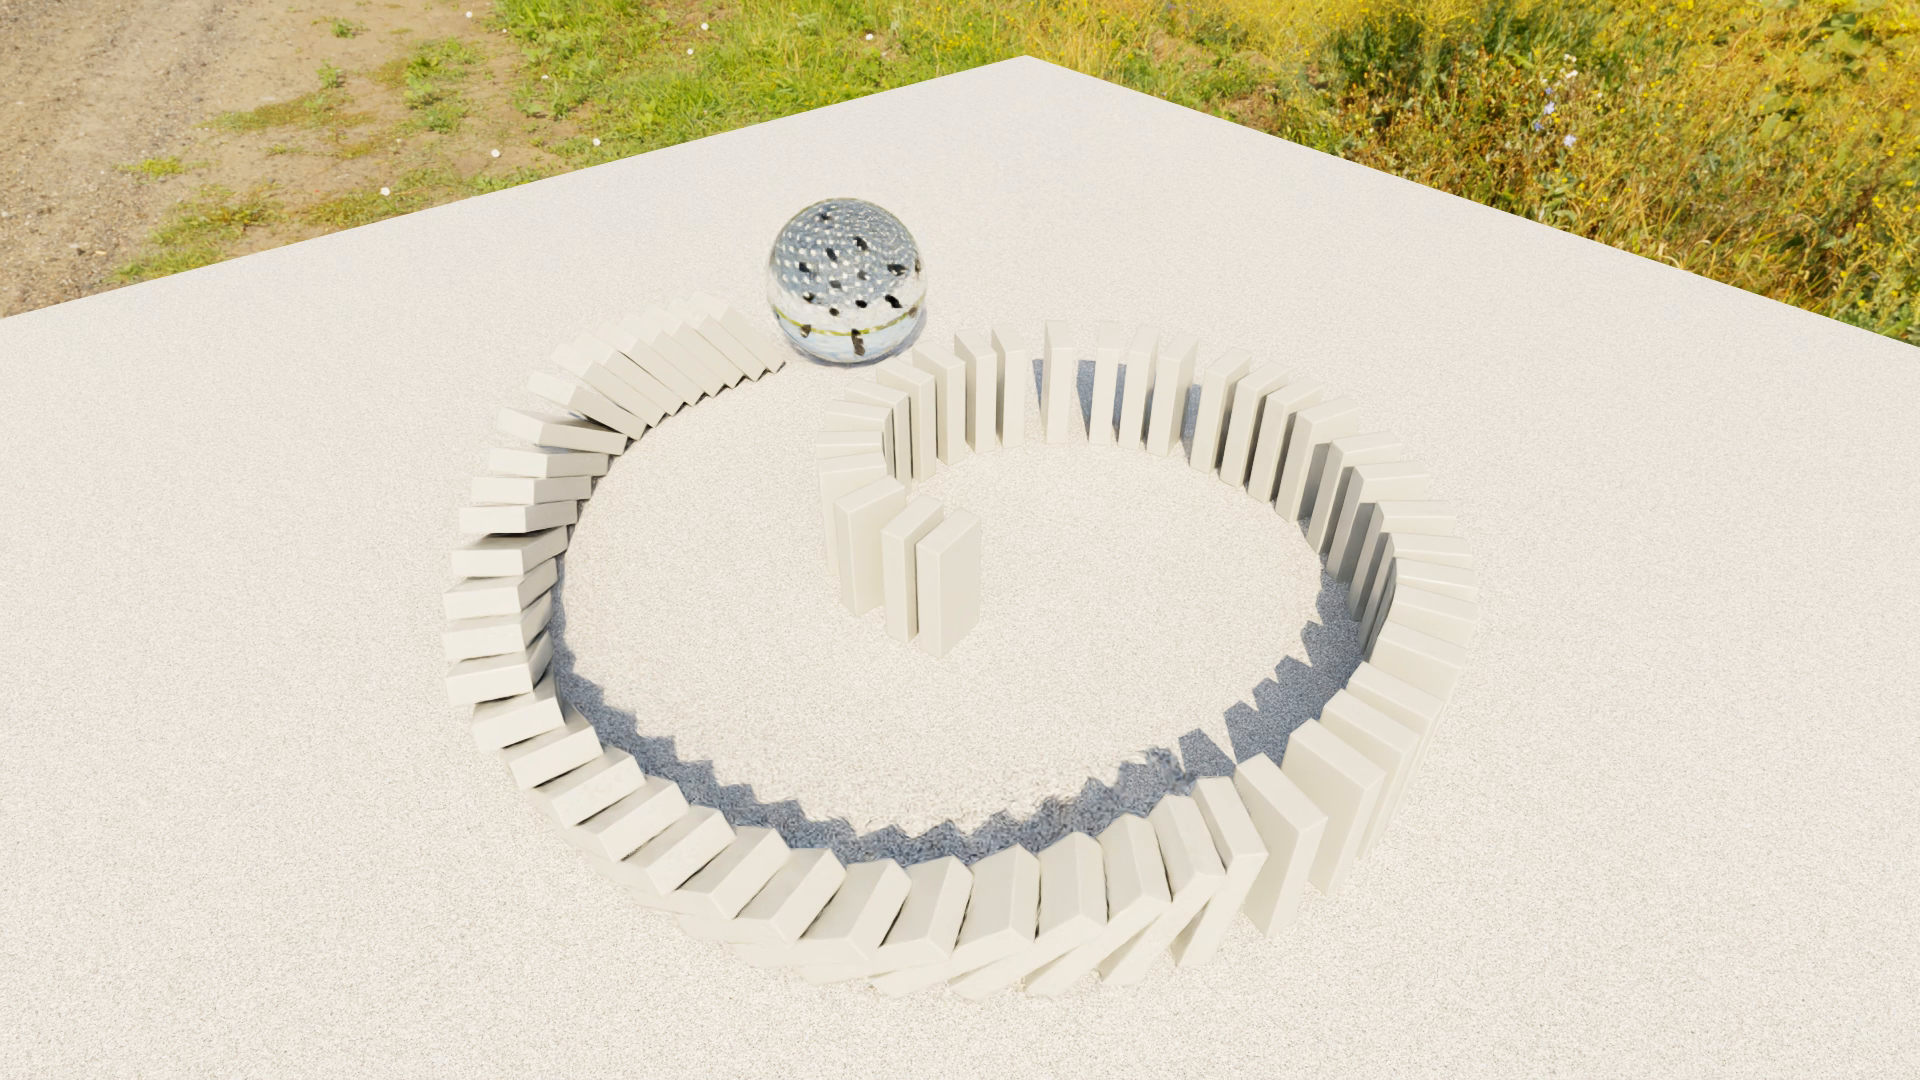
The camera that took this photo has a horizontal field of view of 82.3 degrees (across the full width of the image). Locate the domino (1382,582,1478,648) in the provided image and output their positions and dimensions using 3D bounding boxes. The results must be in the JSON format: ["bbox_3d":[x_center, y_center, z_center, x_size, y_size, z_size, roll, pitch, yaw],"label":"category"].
[{"bbox_3d":[0.151,0.039,0.364,0.025,0.050,0.010,16,42,18],"label":"domino"}]

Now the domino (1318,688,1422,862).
[{"bbox_3d":[0.116,0.070,0.326,0.025,0.050,0.009,32,49,33],"label":"domino"}]

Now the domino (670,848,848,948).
[{"bbox_3d":[-0.056,0.097,0.303,0.050,0.010,0.025,-16,23,44],"label":"domino"}]

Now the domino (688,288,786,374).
[{"bbox_3d":[-0.109,-0.102,0.539,0.025,0.050,0.009,30,83,32],"label":"domino"}]

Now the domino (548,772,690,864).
[{"bbox_3d":[-0.102,0.080,0.325,0.025,0.010,0.050,-33,15,-33],"label":"domino"}]

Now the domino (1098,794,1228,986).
[{"bbox_3d":[0.051,0.095,0.296,0.009,0.050,0.025,13,35,-22],"label":"domino"}]

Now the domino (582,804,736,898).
[{"bbox_3d":[-0.087,0.087,0.316,0.025,0.009,0.050,-36,17,-35],"label":"domino"}]

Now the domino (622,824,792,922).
[{"bbox_3d":[-0.072,0.092,0.309,0.050,0.009,0.025,-13,23,46],"label":"domino"}]

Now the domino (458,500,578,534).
[{"bbox_3d":[-0.173,-0.010,0.434,0.025,0.010,0.050,-1,5,2],"label":"domino"}]

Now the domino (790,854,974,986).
[{"bbox_3d":[-0.021,0.103,0.295,0.050,0.010,0.025,-25,27,33],"label":"domino"}]

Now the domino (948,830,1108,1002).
[{"bbox_3d":[0.017,0.101,0.293,0.010,0.050,0.025,35,33,-23],"label":"domino"}]

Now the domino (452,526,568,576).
[{"bbox_3d":[-0.171,0.004,0.421,0.025,0.009,0.050,-1,11,-1],"label":"domino"}]

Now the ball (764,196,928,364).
[{"bbox_3d":[-0.056,-0.128,0.544,0.080,0.080,0.080,0,39,0],"label":"ball"}]

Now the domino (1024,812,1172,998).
[{"bbox_3d":[0.035,0.098,0.294,0.009,0.050,0.025,25,33,-23],"label":"domino"}]

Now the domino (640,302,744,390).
[{"bbox_3d":[-0.128,-0.093,0.527,0.025,0.050,0.010,30,83,31],"label":"domino"}]

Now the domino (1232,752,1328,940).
[{"bbox_3d":[0.085,0.086,0.307,0.010,0.050,0.025,-20,43,-23],"label":"domino"}]

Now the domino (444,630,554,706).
[{"bbox_3d":[-0.155,0.043,0.373,0.025,0.010,0.050,-10,10,-12],"label":"domino"}]

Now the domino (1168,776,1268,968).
[{"bbox_3d":[0.066,0.091,0.300,0.009,0.050,0.025,0,38,-16],"label":"domino"}]

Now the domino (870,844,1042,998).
[{"bbox_3d":[-0.001,0.102,0.294,0.050,0.010,0.025,-33,28,30],"label":"domino"}]

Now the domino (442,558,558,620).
[{"bbox_3d":[-0.168,0.017,0.404,0.025,0.010,0.050,-6,11,-5],"label":"domino"}]

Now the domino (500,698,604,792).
[{"bbox_3d":[-0.131,0.063,0.346,0.025,0.009,0.050,-23,13,-26],"label":"domino"}]

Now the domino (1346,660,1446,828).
[{"bbox_3d":[0.127,0.063,0.335,0.025,0.050,0.009,28,47,30],"label":"domino"}]

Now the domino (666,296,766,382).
[{"bbox_3d":[-0.118,-0.097,0.532,0.025,0.050,0.010,30,83,32],"label":"domino"}]

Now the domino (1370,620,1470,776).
[{"bbox_3d":[0.141,0.051,0.350,0.025,0.050,0.009,22,44,24],"label":"domino"}]

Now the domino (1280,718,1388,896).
[{"bbox_3d":[0.104,0.077,0.317,0.010,0.050,0.025,-28,47,-30],"label":"domino"}]

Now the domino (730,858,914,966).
[{"bbox_3d":[-0.038,0.101,0.297,0.050,0.009,0.025,-20,24,40],"label":"domino"}]

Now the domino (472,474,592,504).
[{"bbox_3d":[-0.173,-0.021,0.448,0.025,0.009,0.050,4,5,6],"label":"domino"}]

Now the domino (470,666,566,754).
[{"bbox_3d":[-0.143,0.054,0.357,0.025,0.009,0.050,-19,12,-19],"label":"domino"}]

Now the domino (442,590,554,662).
[{"bbox_3d":[-0.162,0.030,0.390,0.025,0.010,0.050,-7,12,-8],"label":"domino"}]

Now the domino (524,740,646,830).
[{"bbox_3d":[-0.116,0.073,0.334,0.025,0.010,0.050,-28,13,-30],"label":"domino"}]
